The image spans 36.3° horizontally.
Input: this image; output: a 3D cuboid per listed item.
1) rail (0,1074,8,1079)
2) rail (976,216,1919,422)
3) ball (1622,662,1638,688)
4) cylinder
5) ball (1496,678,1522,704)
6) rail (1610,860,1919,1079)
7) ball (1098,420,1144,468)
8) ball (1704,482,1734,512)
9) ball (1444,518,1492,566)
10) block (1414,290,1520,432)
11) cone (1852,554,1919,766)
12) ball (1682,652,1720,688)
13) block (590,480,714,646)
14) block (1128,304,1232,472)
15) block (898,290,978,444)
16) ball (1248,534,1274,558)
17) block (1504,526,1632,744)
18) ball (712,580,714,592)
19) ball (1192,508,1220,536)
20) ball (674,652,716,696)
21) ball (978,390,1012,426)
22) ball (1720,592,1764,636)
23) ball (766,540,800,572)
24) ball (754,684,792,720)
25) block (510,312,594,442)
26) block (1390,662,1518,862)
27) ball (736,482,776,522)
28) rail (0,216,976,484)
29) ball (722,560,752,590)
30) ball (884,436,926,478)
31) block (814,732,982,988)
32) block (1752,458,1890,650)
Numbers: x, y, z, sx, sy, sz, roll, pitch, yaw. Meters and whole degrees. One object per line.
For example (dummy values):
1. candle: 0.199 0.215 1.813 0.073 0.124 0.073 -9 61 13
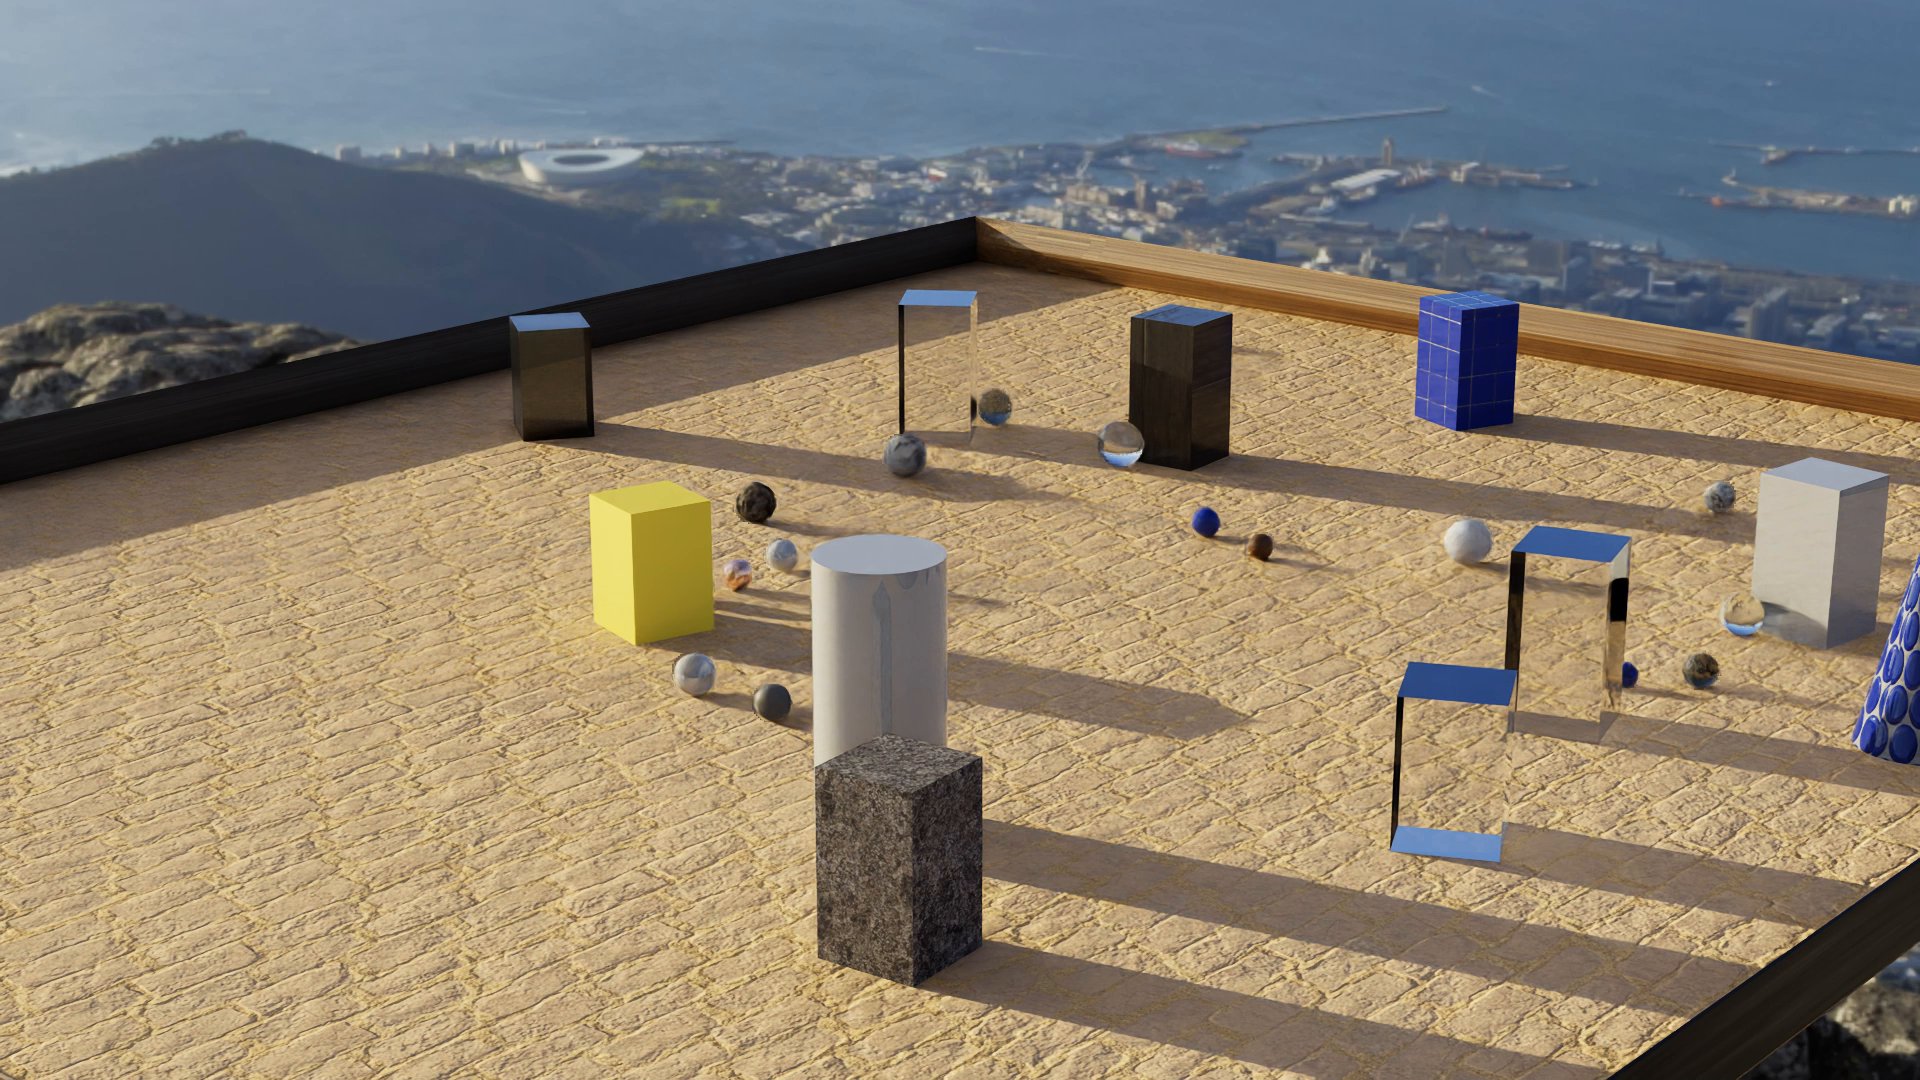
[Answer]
1. rail: -1.447 0.513 3.526 3.766 0.121 0.045 14 22 39
2. rail: 1.447 -0.452 6.716 3.766 0.121 0.045 14 22 39
3. ball: 1.056 0.214 4.653 0.041 0.041 0.041 0 17 0
4. cylinder: -0.110 0.210 4.049 0.186 0.400 0.186 0 17 0
5. ball: 0.856 0.237 4.581 0.040 0.040 0.040 0 17 0
6. rail: 1.404 0.383 3.954 0.045 0.121 4.462 14 22 39
7. ball: 0.324 -0.194 5.912 0.093 0.093 0.093 0 17 0
8. ball: 1.450 -0.081 5.603 0.058 0.058 0.058 0 17 0
9. ball: 0.914 0.003 5.278 0.083 0.083 0.083 0 17 0
10. block: 1.080 -0.383 6.251 0.149 0.261 0.149 -8 19 -26
11. cone: 1.439 0.123 4.362 0.186 0.385 0.186 0 17 0
12. ball: 1.176 0.207 4.650 0.057 0.057 0.057 0 17 0
13. block: -0.517 0.036 4.923 0.149 0.226 0.149 -11 20 -32
14. block: 0.447 -0.310 5.945 0.149 0.298 0.149 12 21 34
15. block: -0.045 -0.363 6.131 0.149 0.292 0.149 2 17 5
16. ball: 0.545 0.011 5.316 0.047 0.047 0.047 0 17 0
17. block: 0.925 0.142 4.470 0.149 0.286 0.149 8 18 24
18. ball: -0.454 0.079 5.075 0.056 0.056 0.056 0 17 0
19. ball: 0.458 -0.032 5.450 0.052 0.052 0.052 0 17 0
20. ball: -0.417 0.211 4.618 0.067 0.067 0.067 0 17 0
21. ball: 0.074 -0.281 6.234 0.074 0.074 0.074 0 17 0
22. ball: 1.306 0.124 4.898 0.072 0.072 0.072 0 17 0
23. ball: -0.316 0.028 5.241 0.058 0.058 0.058 0 17 0
24. ball: -0.288 0.249 4.512 0.057 0.057 0.057 0 17 0
25. block: -0.859 -0.344 6.165 0.149 0.235 0.149 -5 17 -15
26. block: 0.681 0.304 4.040 0.149 0.225 0.149 4 17 14
27. ball: -0.385 -0.071 5.536 0.076 0.076 0.076 0 17 0
28. rail: -1.404 -0.323 6.288 0.045 0.121 4.462 14 22 39
29. ball: -0.392 0.061 5.142 0.052 0.052 0.052 0 17 0
30. ball: -0.108 -0.167 5.841 0.084 0.084 0.084 0 17 0
31. block: -0.076 0.398 3.673 0.149 0.258 0.149 12 20 33
32. block: 1.432 0.021 4.892 0.149 0.273 0.149 -14 22 -40
